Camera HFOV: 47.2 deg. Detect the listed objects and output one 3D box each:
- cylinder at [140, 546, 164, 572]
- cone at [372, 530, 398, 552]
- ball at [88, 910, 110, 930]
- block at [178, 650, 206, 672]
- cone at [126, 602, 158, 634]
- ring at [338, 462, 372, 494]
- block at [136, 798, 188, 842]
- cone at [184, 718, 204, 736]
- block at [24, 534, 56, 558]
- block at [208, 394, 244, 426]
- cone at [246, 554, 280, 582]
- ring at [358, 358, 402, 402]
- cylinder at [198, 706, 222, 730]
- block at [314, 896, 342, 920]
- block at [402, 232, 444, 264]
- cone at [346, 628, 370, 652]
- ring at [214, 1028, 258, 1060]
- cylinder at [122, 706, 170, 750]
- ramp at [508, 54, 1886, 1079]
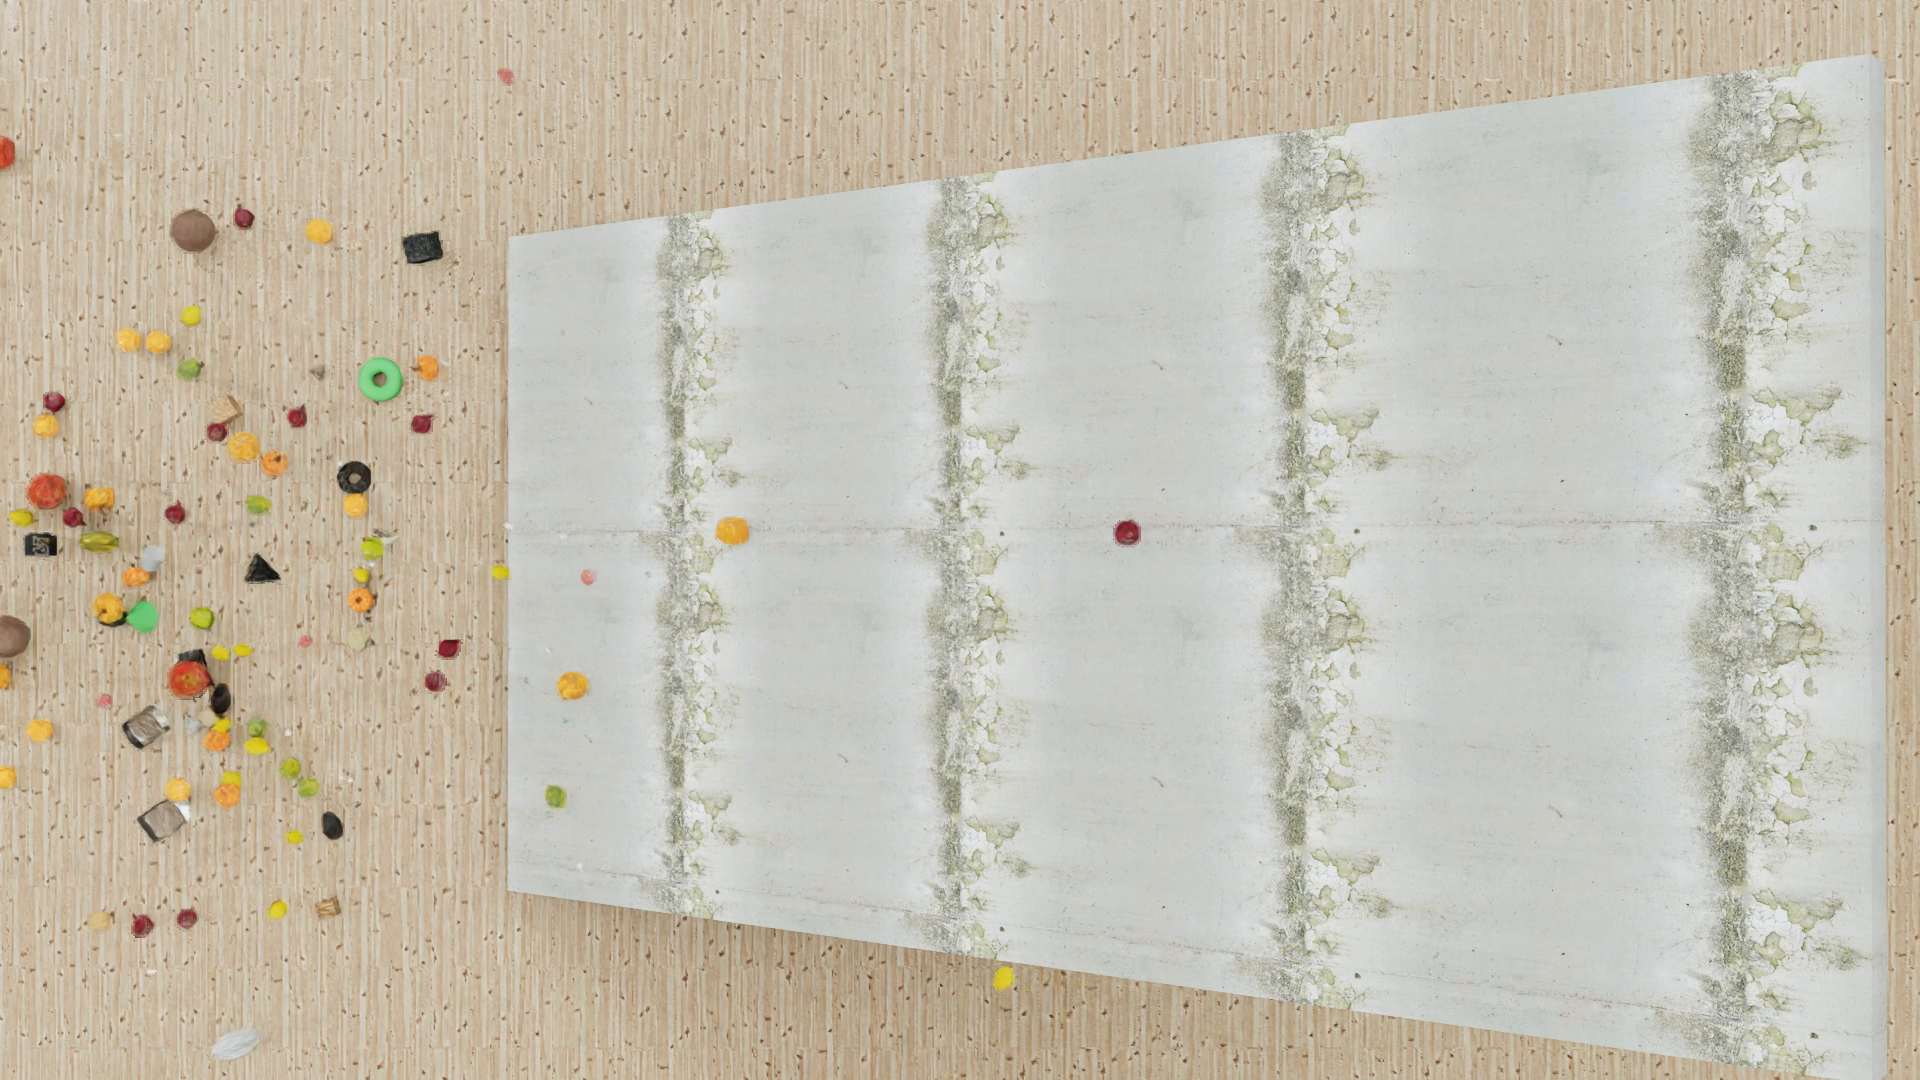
[{"bbox_3d":[-2.484,0.058,6.762,0.057,0.057,0.057,33,121,0],"label":"cylinder"},{"bbox_3d":[-1.765,-0.004,6.796,0.072,0.072,0.072,-17,90,-33],"label":"cone"},{"bbox_3d":[-2.652,1.172,6.773,0.061,0.061,0.061,0,90,0],"label":"ball"},{"bbox_3d":[-2.367,0.373,6.780,0.059,0.059,0.059,-13,90,0],"label":"block"},{"bbox_3d":[-2.535,0.240,6.751,0.099,0.099,0.099,0,92,12],"label":"cone"},{"bbox_3d":[-1.871,-0.191,6.796,0.105,0.035,0.105,0,88,-1],"label":"ring"},{"bbox_3d":[-2.452,0.862,6.761,0.091,0.091,0.091,-36,90,0],"label":"block"},{"bbox_3d":[-2.356,0.568,6.794,0.063,0.063,0.063,-17,90,-32],"label":"cone"},{"bbox_3d":[-2.802,0.017,6.703,0.064,0.064,0.064,-3,84,15],"label":"block"},{"bbox_3d":[-2.265,-0.401,6.781,0.067,0.067,0.067,-31,90,0],"label":"block"},{"bbox_3d":[-2.141,0.102,6.789,0.097,0.097,0.097,23,90,-26],"label":"cone"},{"bbox_3d":[-1.791,-0.496,6.793,0.136,0.045,0.136,0,90,-1],"label":"ring"},{"bbox_3d":[-2.312,0.548,6.781,0.053,0.053,0.053,-40,90,0],"label":"cylinder"},{"bbox_3d":[-1.947,1.135,6.777,0.055,0.055,0.055,-16,90,0],"label":"block"},{"bbox_3d":[-1.644,-0.894,6.732,0.079,0.079,0.079,-11,94,21],"label":"block"},{"bbox_3d":[-1.832,0.297,6.758,0.074,0.074,0.074,-22,90,36],"label":"cone"},{"bbox_3d":[-2.215,1.543,6.732,0.140,0.140,0.047,-32,65,0],"label":"ring"},{"bbox_3d":[-2.502,0.575,6.759,0.098,0.098,0.098,-34,90,0],"label":"cylinder"},{"bbox_3d":[0.223,0.063,5.540,4.000,0.100,2.000,0,90,38],"label":"ramp"}]
